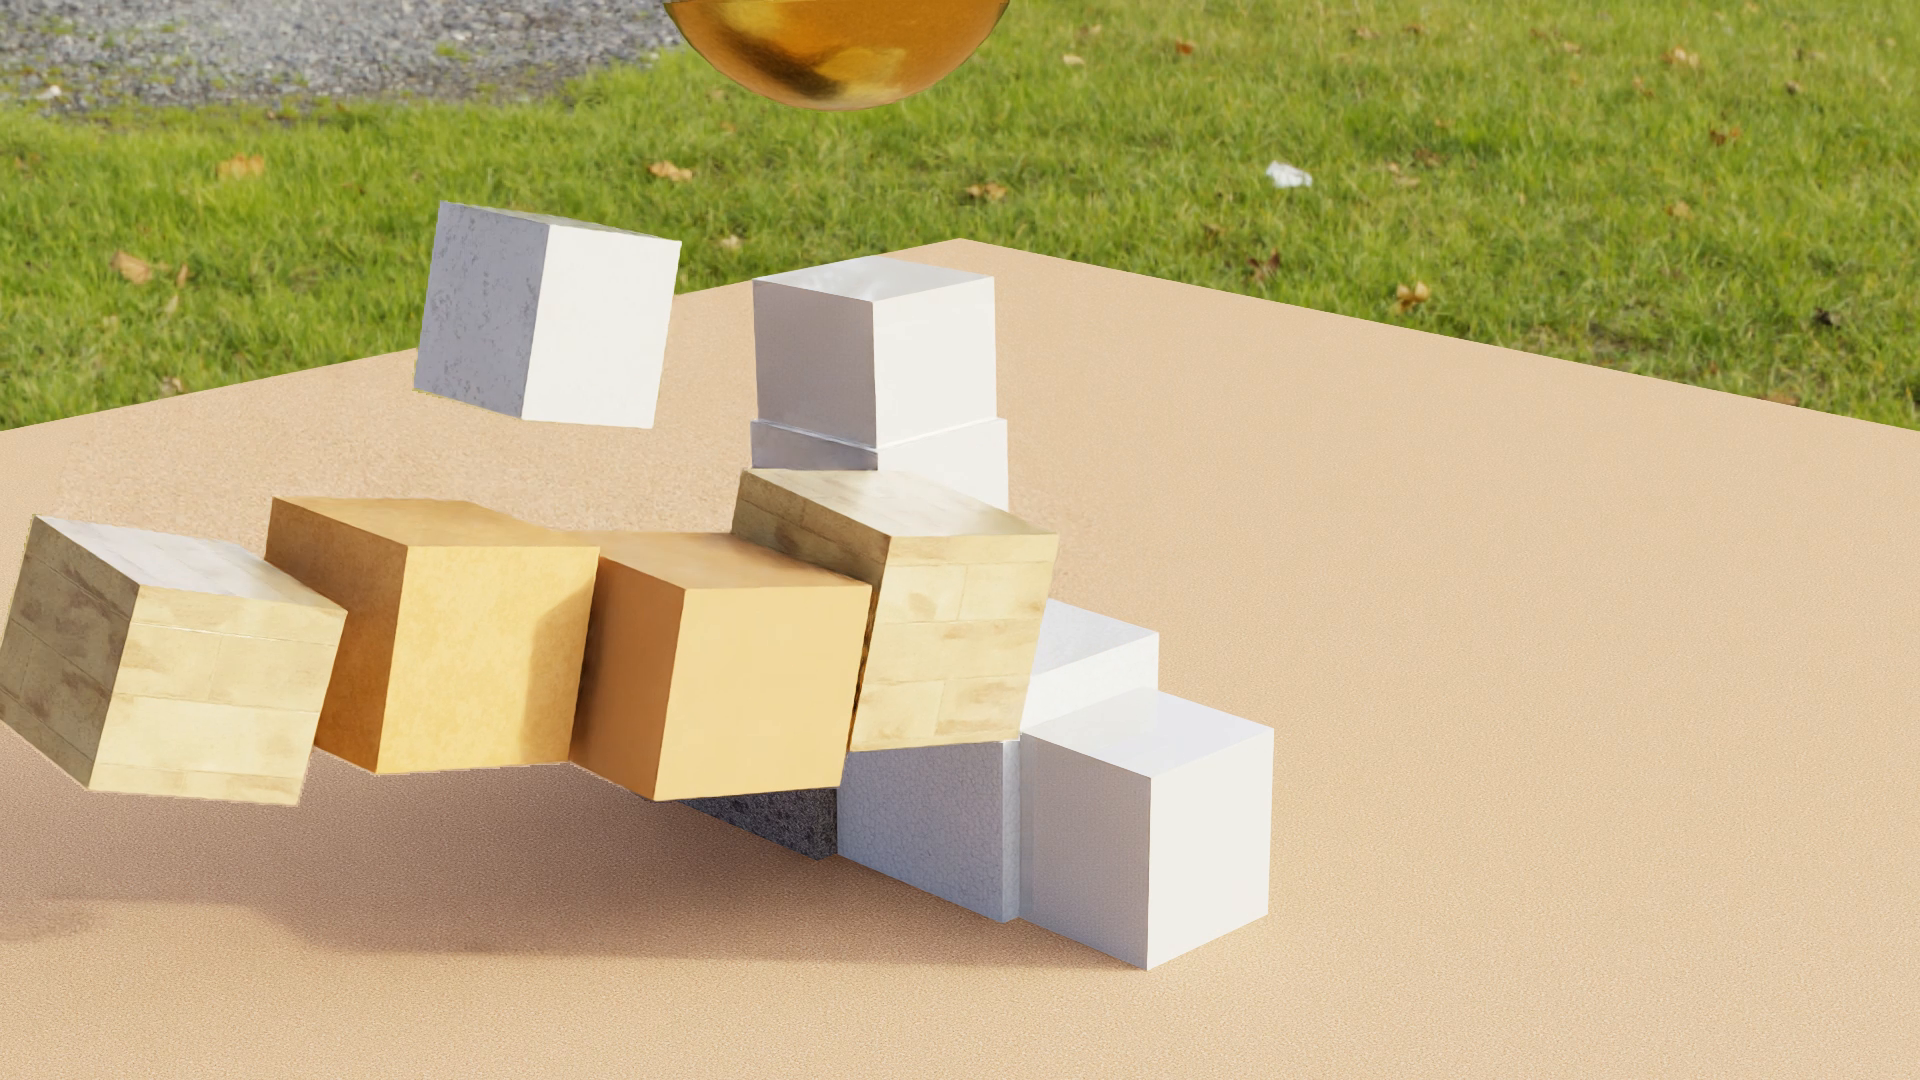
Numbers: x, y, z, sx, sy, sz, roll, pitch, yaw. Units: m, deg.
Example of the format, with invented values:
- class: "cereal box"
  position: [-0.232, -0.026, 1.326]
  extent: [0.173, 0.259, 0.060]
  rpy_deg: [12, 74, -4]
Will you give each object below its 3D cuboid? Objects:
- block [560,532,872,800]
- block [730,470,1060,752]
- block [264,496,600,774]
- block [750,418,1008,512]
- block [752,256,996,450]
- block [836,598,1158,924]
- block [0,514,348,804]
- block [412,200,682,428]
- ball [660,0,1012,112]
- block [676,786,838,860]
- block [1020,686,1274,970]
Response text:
- class: "block"
  position: [-1.075, 0.477, 11.699]
  extent: [0.958, 0.828, 0.934]
  rpy_deg: [0, 13, -45]
- class: "block"
  position: [-0.335, 0.274, 12.393]
  extent: [0.951, 0.907, 0.976]
  rpy_deg: [-1, 17, -43]
- class: "block"
  position: [-2.056, 0.344, 11.201]
  extent: [0.852, 0.848, 0.906]
  rpy_deg: [17, 11, 41]
- class: "block"
  position: [-0.370, -0.139, 13.653]
  extent: [0.801, 0.863, 0.882]
  rpy_deg: [-16, 22, -41]
- class: "block"
  position: [-0.390, -0.876, 13.453]
  extent: [0.747, 0.666, 0.817]
  rpy_deg: [-16, 22, -42]
- class: "block"
  position: [0.165, 0.943, 13.489]
  extent: [1.008, 1.113, 1.076]
  rpy_deg: [-17, 24, -42]
- class: "block"
  position: [-2.837, 0.427, 10.466]
  extent: [0.804, 0.727, 0.880]
  rpy_deg: [10, 9, -43]
- class: "block"
  position: [-1.607, -0.875, 11.400]
  extent: [0.707, 0.735, 0.639]
  rpy_deg: [16, 10, 43]
- class: "ball"
  position: [-0.511, -2.559, 12.002]
  extent: [1.600, 1.600, 1.600]
  rpy_deg: [0, 17, 0]
- class: "block"
  position: [-0.653, 0.712, 14.253]
  extent: [1.214, 1.094, 1.189]
  rpy_deg: [-17, 24, -42]
- class: "block"
  position: [0.817, 1.249, 12.896]
  extent: [0.807, 0.884, 0.756]
  rpy_deg: [-17, 24, -42]
